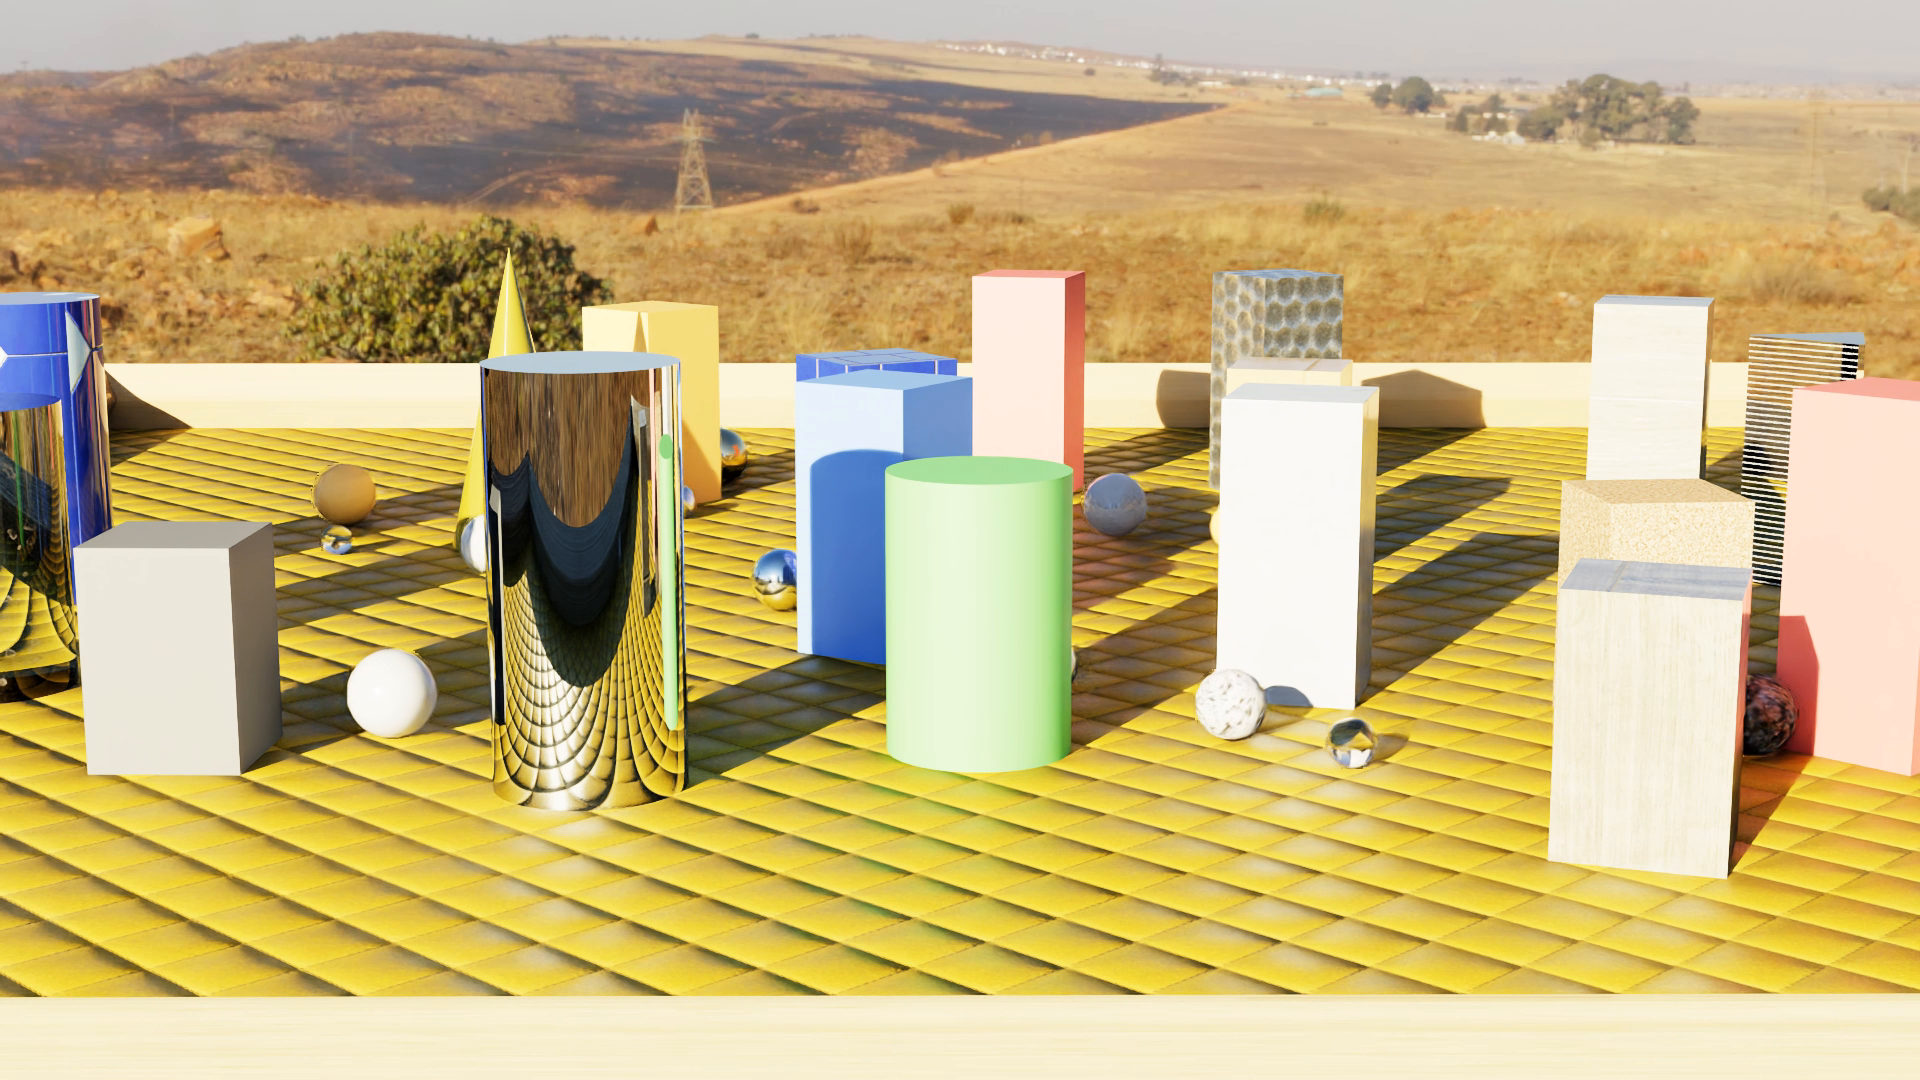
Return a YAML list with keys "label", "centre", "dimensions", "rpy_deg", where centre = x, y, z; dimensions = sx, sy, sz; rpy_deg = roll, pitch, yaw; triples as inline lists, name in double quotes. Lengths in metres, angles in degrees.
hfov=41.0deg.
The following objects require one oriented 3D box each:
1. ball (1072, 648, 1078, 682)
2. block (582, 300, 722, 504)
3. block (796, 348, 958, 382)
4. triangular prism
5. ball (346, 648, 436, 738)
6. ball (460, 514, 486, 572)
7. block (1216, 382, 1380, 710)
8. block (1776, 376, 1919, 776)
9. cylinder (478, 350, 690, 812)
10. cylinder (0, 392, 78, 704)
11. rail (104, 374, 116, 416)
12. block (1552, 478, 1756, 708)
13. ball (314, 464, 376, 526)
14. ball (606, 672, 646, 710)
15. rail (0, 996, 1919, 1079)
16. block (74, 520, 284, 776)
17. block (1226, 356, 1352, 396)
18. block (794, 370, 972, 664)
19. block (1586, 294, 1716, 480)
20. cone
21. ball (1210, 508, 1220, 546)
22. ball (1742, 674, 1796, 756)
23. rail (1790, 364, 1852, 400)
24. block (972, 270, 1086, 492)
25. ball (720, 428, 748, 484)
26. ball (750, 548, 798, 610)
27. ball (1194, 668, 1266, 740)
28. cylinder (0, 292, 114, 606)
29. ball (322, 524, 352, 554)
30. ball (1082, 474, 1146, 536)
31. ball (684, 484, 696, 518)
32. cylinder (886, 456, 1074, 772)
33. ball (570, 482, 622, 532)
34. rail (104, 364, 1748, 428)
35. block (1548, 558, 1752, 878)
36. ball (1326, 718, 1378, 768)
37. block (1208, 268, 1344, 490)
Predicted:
- label: "ball"
  centre: [0.099, 0.146, 2.990]
  dimensions: [0.076, 0.076, 0.076]
  rpy_deg: [0, 10, 0]
- label: "block"
  centre: [-0.519, -0.229, 4.328]
  dimensions: [0.160, 0.329, 0.160]
  rpy_deg: [9, 14, 40]
- label: "block"
  centre: [-0.113, -0.077, 3.469]
  dimensions: [0.160, 0.342, 0.160]
  rpy_deg: [-6, 12, -30]
- label: "triangular prism"
  centre: [1.227, -0.114, 3.639]
  dimensions: [0.150, 0.352, 0.173]
  rpy_deg: [-9, 14, -41]
- label: "ball"
  centre: [-0.623, 0.168, 2.815]
  dimensions: [0.097, 0.097, 0.097]
  rpy_deg: [0, 10, 0]
- label: "ball"
  centre: [-0.683, 0.005, 3.730]
  dimensions: [0.086, 0.086, 0.086]
  rpy_deg: [0, 10, 0]
- label: "block"
  centre: [0.396, 0.003, 3.004]
  dimensions: [0.160, 0.353, 0.160]
  rpy_deg: [3, 11, 15]
- label: "block"
  centre: [0.993, 0.033, 2.740]
  dimensions: [0.160, 0.390, 0.160]
  rpy_deg: [-9, 14, -41]
- label: "cylinder"
  centre: [-0.379, 0.036, 2.598]
  dimensions: [0.200, 0.435, 0.200]
  rpy_deg: [0, 10, 0]
- label: "cylinder"
  centre: [-1.154, 0.007, 3.023]
  dimensions: [0.200, 0.339, 0.200]
  rpy_deg: [0, 10, 0]
- label: "rail"
  centre: [-1.710, 0.035, 3.439]
  dimensions: [0.045, 0.130, 3.606]
  rpy_deg: [0, 10, 0]
- label: "block"
  centre: [0.769, 0.075, 2.857]
  dimensions: [0.160, 0.264, 0.160]
  rpy_deg: [-1, 11, -6]
- label: "ball"
  centre: [-0.986, -0.072, 4.112]
  dimensions: [0.098, 0.098, 0.098]
  rpy_deg: [0, 10, 0]
- label: "ball"
  centre: [-0.382, 0.173, 2.936]
  dimensions: [0.044, 0.044, 0.044]
  rpy_deg: [0, 10, 0]
- label: "rail"
  centre: [0.010, 0.357, 1.699]
  dimensions: [3.468, 0.130, 0.045]
  rpy_deg: [0, 10, 0]
- label: "block"
  centre: [-0.827, 0.112, 2.726]
  dimensions: [0.160, 0.240, 0.160]
  rpy_deg: [0, 10, 1]
- label: "block"
  centre: [0.476, -0.103, 3.715]
  dimensions: [0.160, 0.304, 0.160]
  rpy_deg: [3, 11, 14]
- label: "block"
  centre: [-0.094, -0.032, 3.222]
  dimensions: [0.160, 0.342, 0.160]
  rpy_deg: [7, 12, 32]
- label: "block"
  centre: [1.027, -0.165, 3.825]
  dimensions: [0.160, 0.384, 0.160]
  rpy_deg: [4, 11, 19]
- label: "cone"
  centre: [-0.682, -0.219, 3.919]
  dimensions: [0.200, 0.457, 0.200]
  rpy_deg: [0, 10, 0]
- label: "ball"
  centre: [0.420, -0.020, 3.872]
  dimensions: [0.083, 0.083, 0.083]
  rpy_deg: [0, 10, 0]
- label: "ball"
  centre: [0.847, 0.186, 2.741]
  dimensions: [0.088, 0.088, 0.088]
  rpy_deg: [0, 10, 0]
- label: "rail"
  centre: [1.710, 0.032, 3.458]
  dimensions: [0.045, 0.130, 3.606]
  rpy_deg: [0, 10, 0]
- label: "block"
  centre: [0.119, -0.271, 4.426]
  dimensions: [0.160, 0.375, 0.160]
  rpy_deg: [3, 11, 15]
- label: "ball"
  centre: [-0.424, -0.149, 4.528]
  dimensions: [0.098, 0.098, 0.098]
  rpy_deg: [0, 10, 0]
- label: "ball"
  centre: [-0.241, 0.054, 3.471]
  dimensions: [0.084, 0.084, 0.084]
  rpy_deg: [0, 10, 0]
- label: "ball"
  centre: [0.296, 0.180, 2.804]
  dimensions: [0.078, 0.078, 0.078]
  rpy_deg: [0, 10, 0]
- label: "cylinder"
  centre: [-1.279, -0.127, 3.539]
  dimensions: [0.200, 0.414, 0.200]
  rpy_deg: [0, 10, 0]
- label: "ball"
  centre: [-0.939, -0.001, 3.868]
  dimensions: [0.046, 0.046, 0.046]
  rpy_deg: [0, 10, 0]
- label: "ball"
  centre: [0.242, -0.055, 4.014]
  dimensions: [0.100, 0.100, 0.100]
  rpy_deg: [0, 10, 0]
- label: "ball"
  centre: [-0.461, -0.063, 4.161]
  dimensions: [0.061, 0.061, 0.061]
  rpy_deg: [0, 10, 0]
- label: "cylinder"
  centre: [0.020, 0.075, 2.748]
  dimensions: [0.200, 0.304, 0.200]
  rpy_deg: [0, 10, 0]
- label: "ball"
  centre: [-0.574, -0.052, 4.048]
  dimensions: [0.082, 0.082, 0.082]
  rpy_deg: [0, 10, 0]
- label: "rail"
  centre: [-0.010, -0.290, 5.198]
  dimensions: [3.468, 0.130, 0.045]
  rpy_deg: [0, 10, 0]
- label: "block"
  centre: [0.648, 0.162, 2.405]
  dimensions: [0.160, 0.258, 0.160]
  rpy_deg: [4, 11, 20]
- label: "ball"
  centre: [0.411, 0.213, 2.693]
  dimensions: [0.053, 0.053, 0.053]
  rpy_deg: [0, 10, 0]
- label: "block"
  centre: [0.543, -0.270, 4.416]
  dimensions: [0.160, 0.377, 0.160]
  rpy_deg: [-5, 12, -27]
